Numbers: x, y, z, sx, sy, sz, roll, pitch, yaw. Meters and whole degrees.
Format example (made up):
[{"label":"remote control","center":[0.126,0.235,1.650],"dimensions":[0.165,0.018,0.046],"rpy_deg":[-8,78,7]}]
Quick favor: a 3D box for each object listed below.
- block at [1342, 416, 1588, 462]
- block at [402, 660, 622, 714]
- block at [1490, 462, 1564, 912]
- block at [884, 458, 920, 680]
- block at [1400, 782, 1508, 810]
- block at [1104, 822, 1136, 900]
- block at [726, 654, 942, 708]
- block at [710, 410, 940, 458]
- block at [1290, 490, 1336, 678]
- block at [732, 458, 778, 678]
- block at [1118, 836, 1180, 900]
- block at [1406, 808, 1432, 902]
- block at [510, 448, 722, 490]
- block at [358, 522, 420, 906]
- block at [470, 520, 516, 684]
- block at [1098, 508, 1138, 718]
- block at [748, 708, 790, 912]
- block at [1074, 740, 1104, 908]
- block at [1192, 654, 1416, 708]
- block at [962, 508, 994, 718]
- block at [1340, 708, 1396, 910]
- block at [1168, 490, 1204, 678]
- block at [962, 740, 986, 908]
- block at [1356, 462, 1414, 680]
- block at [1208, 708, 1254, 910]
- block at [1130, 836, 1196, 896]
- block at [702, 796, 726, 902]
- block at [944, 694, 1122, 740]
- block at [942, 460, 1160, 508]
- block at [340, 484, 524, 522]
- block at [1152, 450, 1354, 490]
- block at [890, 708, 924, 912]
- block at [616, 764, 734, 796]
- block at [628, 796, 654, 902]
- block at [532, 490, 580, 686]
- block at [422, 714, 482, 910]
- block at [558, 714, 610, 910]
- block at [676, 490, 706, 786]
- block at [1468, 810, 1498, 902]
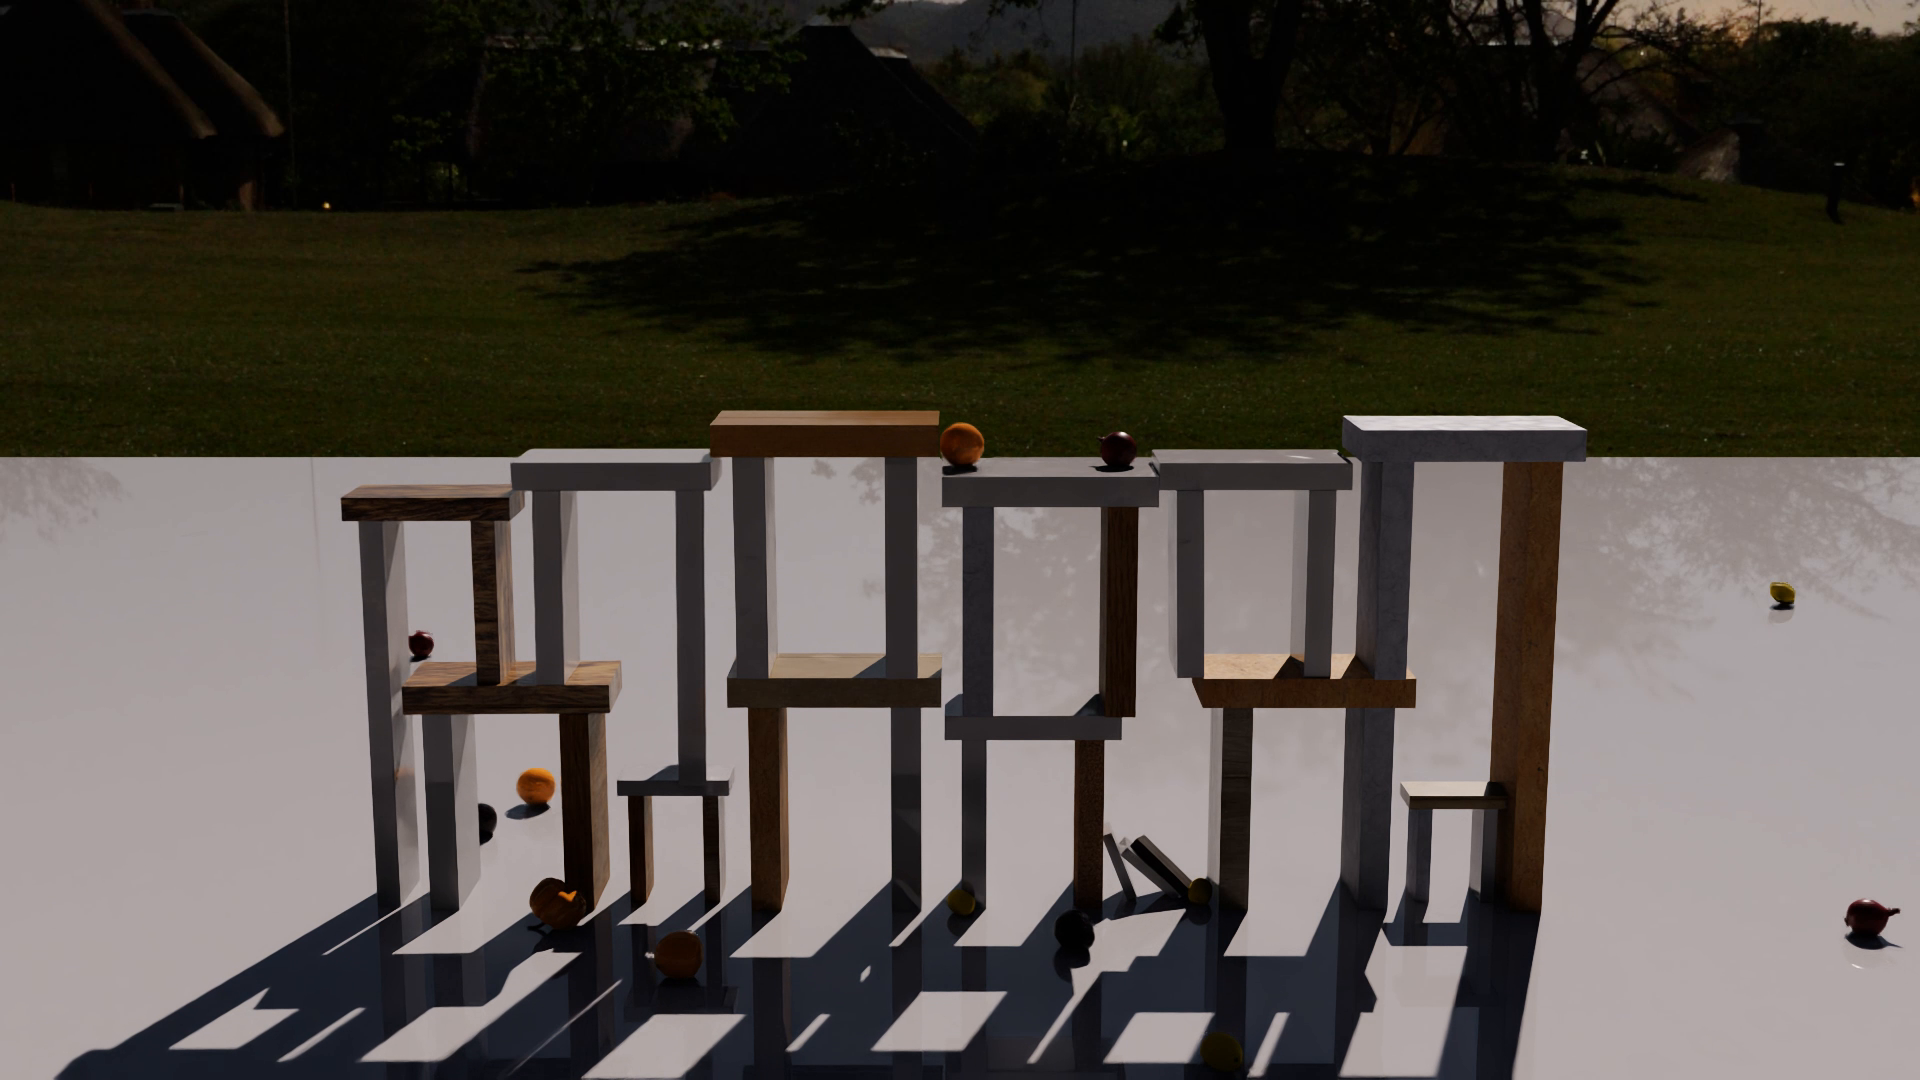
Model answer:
[{"label":"block","center":[0.804,-0.163,3.528],"dimensions":[0.352,0.050,0.176],"rpy_deg":[0,11,0]},{"label":"block","center":[-0.731,0.241,3.609],"dimensions":[0.330,0.047,0.165],"rpy_deg":[0,11,-2]},{"label":"block","center":[0.921,0.226,3.600],"dimensions":[0.050,0.741,0.176],"rpy_deg":[0,11,0]},{"label":"block","center":[-0.093,0.030,3.562],"dimensions":[0.051,0.357,0.179],"rpy_deg":[0,11,0]},{"label":"block","center":[0.816,0.422,3.635],"dimensions":[0.160,0.023,0.080],"rpy_deg":[0,11,0]},{"label":"block","center":[0.263,0.533,3.655],"dimensions":[0.017,0.119,0.059],"rpy_deg":[-21,9,5]},{"label":"block","center":[-0.201,0.229,3.602],"dimensions":[0.343,0.049,0.171],"rpy_deg":[0,11,0]},{"label":"block","center":[-0.212,-0.171,3.526],"dimensions":[0.357,0.051,0.179],"rpy_deg":[0,11,0]},{"label":"block","center":[0.573,0.057,3.572],"dimensions":[0.043,0.304,0.152],"rpy_deg":[0,11,0]},{"label":"block","center":[-0.331,0.030,3.563],"dimensions":[0.051,0.357,0.179],"rpy_deg":[0,11,0]},{"label":"block","center":[0.315,0.546,3.658],"dimensions":[0.119,0.017,0.059],"rpy_deg":[41,9,-6]},{"label":"block","center":[0.762,0.512,3.652],"dimensions":[0.023,0.160,0.080],"rpy_deg":[0,11,0]},{"label":"block","center":[-0.550,-0.114,3.543],"dimensions":[0.315,0.045,0.158],"rpy_deg":[0,10,0]},{"label":"block","center":[-0.936,0.274,3.613],"dimensions":[0.038,0.643,0.133],"rpy_deg":[0,11,0]},{"label":"block","center":[-0.759,0.088,3.580],"dimensions":[0.038,0.265,0.133],"rpy_deg":[0,11,-1]},{"label":"block","center":[0.258,0.101,3.582],"dimensions":[0.048,0.342,0.171],"rpy_deg":[0,11,0]},{"label":"block","center":[-0.315,0.421,3.638],"dimensions":[0.049,0.343,0.171],"rpy_deg":[0,11,0]},{"label":"block","center":[0.213,0.450,3.642],"dimensions":[0.040,0.285,0.143],"rpy_deg":[0,11,0]},{"label":"block","center":[0.560,0.230,3.606],"dimensions":[0.341,0.048,0.171],"rpy_deg":[0,11,0]},{"label":"block","center":[0.029,0.101,3.582],"dimensions":[0.048,0.342,0.171],"rpy_deg":[0,11,0]},{"label":"block","center":[0.674,0.422,3.642],"dimensions":[0.048,0.341,0.171],"rpy_deg":[0,11,0]},{"label":"block","center":[0.367,0.058,3.572],"dimensions":[0.043,0.304,0.152],"rpy_deg":[-1,11,0]},{"label":"block","center":[0.023,0.450,3.642],"dimensions":[0.040,0.285,0.143],"rpy_deg":[0,11,0]},{"label":"block","center":[0.687,0.034,3.564],"dimensions":[0.050,0.352,0.176],"rpy_deg":[0,11,0]},{"label":"block","center":[0.446,0.422,3.642],"dimensions":[0.048,0.341,0.171],"rpy_deg":[0,11,0]},{"label":"block","center":[0.338,0.541,3.662],"dimensions":[0.119,0.017,0.059],"rpy_deg":[44,11,14]},{"label":"block","center":[-0.408,0.500,3.655],"dimensions":[0.026,0.183,0.091],"rpy_deg":[0,11,0]},{"label":"block","center":[0.118,0.290,3.612],"dimensions":[0.285,0.040,0.143],"rpy_deg":[0,11,0]},{"label":"block","center":[0.142,-0.091,3.547],"dimensions":[0.342,0.048,0.171],"rpy_deg":[0,11,0]},{"label":"block","center":[-0.848,-0.061,3.551],"dimensions":[0.265,0.038,0.133],"rpy_deg":[0,11,-1]},{"label":"block","center":[0.467,-0.114,3.541],"dimensions":[0.304,0.043,0.152],"rpy_deg":[0,11,0]},{"label":"block","center":[-0.087,0.421,3.638],"dimensions":[0.049,0.343,0.171],"rpy_deg":[0,11,0]},{"label":"block","center":[-0.469,0.397,3.636],"dimensions":[0.183,0.026,0.091],"rpy_deg":[0,11,0]},{"label":"block","center":[-0.530,0.500,3.655],"dimensions":[0.026,0.183,0.091],"rpy_deg":[0,11,0]},{"label":"block","center":[-0.656,0.063,3.576],"dimensions":[0.045,0.315,0.158],"rpy_deg":[1,10,0]},{"label":"block","center":[-0.841,0.427,3.641],"dimensions":[0.047,0.330,0.165],"rpy_deg":[0,11,0]},{"label":"block","center":[-0.620,0.427,3.641],"dimensions":[0.047,0.330,0.165],"rpy_deg":[0,11,0]},{"label":"block","center":[-0.440,0.146,3.593],"dimensions":[0.045,0.484,0.158],"rpy_deg":[-1,10,-7]},{"label":"block","center":[0.869,0.512,3.652],"dimensions":[0.023,0.160,0.080],"rpy_deg":[0,11,0]}]
